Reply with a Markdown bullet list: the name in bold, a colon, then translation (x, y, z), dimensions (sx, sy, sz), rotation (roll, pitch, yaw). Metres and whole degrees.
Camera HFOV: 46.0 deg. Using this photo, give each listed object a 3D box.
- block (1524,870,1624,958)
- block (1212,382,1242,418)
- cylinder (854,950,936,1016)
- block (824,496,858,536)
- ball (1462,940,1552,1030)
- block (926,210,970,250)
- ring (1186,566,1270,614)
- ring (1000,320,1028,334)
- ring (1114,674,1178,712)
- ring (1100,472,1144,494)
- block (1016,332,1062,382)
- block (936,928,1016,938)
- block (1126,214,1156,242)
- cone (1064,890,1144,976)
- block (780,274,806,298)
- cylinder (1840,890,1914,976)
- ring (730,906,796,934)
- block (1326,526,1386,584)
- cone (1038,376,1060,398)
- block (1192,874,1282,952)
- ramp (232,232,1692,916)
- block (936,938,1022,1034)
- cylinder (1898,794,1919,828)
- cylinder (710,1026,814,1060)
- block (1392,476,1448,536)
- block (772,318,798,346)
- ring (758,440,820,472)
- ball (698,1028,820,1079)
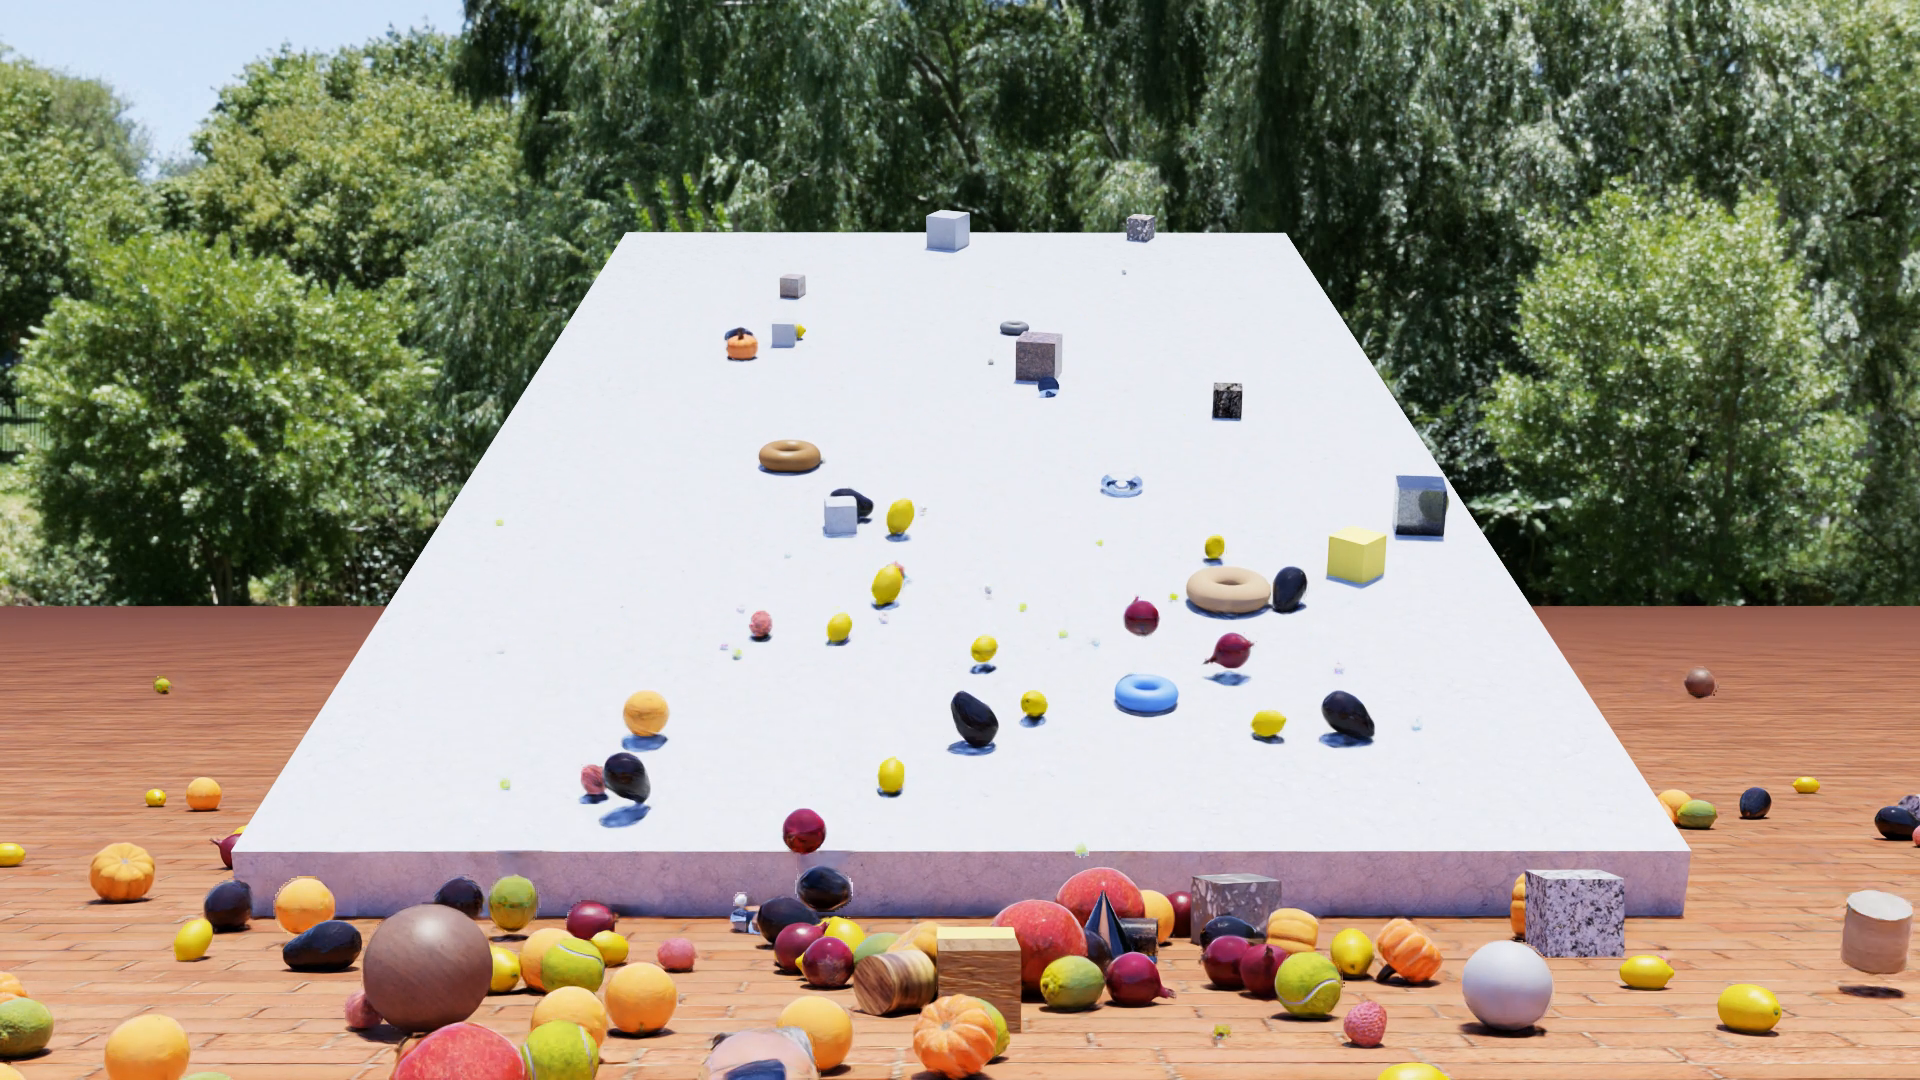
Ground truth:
- **block**: translation (0.764, 0.464, 2.816), dimensions (0.096, 0.096, 0.096), rotation (0, -2, -2)
- **block**: translation (0.597, -0.312, 5.055), dimensions (0.064, 0.064, 0.064), rotation (2, 20, 5)
- **cylinder**: translation (-0.069, 0.470, 2.407), dimensions (0.063, 0.063, 0.063), rotation (1, -2, -44)
- **block**: translation (-0.227, -0.047, 4.326), dimensions (0.058, 0.058, 0.058), rotation (-2, 20, -7)
- **ball**: translation (0.556, 0.453, 2.304), dimensions (0.090, 0.090, 0.090), rotation (0, -2, 0)
- **block**: translation (-0.035, -0.913, 6.672), dimensions (0.095, 0.095, 0.095), rotation (9, 22, 24)
- **ring**: translation (0.471, 0.087, 3.971), dimensions (0.149, 0.050, 0.149), rotation (1, 19, 0)
- **ring**: translation (0.138, -0.538, 5.739), dimensions (0.075, 0.025, 0.075), rotation (1, 19, 0)
- **ring**: translation (0.294, 0.241, 3.566), dimensions (0.102, 0.034, 0.102), rotation (1, 19, 0)
- **ring**: translation (0.326, -0.114, 4.557), dimensions (0.087, 0.029, 0.087), rotation (1, 19, 0)
- **block**: translation (0.187, -0.432, 5.343), dimensions (0.094, 0.094, 0.094), rotation (5, 20, 12)
- **block**: translation (0.017, 0.460, 2.410), dimensions (0.083, 0.083, 0.083), rotation (0, -2, 0)
- **block**: translation (0.542, -0.936, 6.782), dimensions (0.065, 0.065, 0.065), rotation (9, 22, 24)
- **cone**: translation (0.170, 0.461, 2.677), dimensions (0.095, 0.095, 0.095), rotation (0, -2, 0)
- **block**: translation (-0.450, -0.684, 6.097), dimensions (0.054, 0.054, 0.054), rotation (7, 21, 17)
- **cylinder**: translation (1.023, 0.438, 2.526), dimensions (0.069, 0.069, 0.069), rotation (0, 19, 0)
- **ring**: translation (-0.260, 0.502, 2.996), dimensions (0.088, 0.029, 0.088), rotation (1, -2, 0)
- **block**: translation (0.719, 0.026, 4.102), dimensions (0.075, 0.075, 0.075), rotation (17, 26, 39)
- **cone**: translation (0.201, -0.347, 5.213), dimensions (0.050, 0.050, 0.050), rotation (0, -7, -5)
- **block**: translation (0.350, 0.471, 2.867), dimensions (0.084, 0.084, 0.084), rotation (1, -2, -20)
- **ramp**: translation (-0.005, -0.205, 4.999), dimensions (2.000, 0.100, 4.000), rotation (0, 20, 0)
- **block**: translation (0.019, 0.457, 2.324), dimensions (0.084, 0.084, 0.084), rotation (0, -2, -2)
- **cylinder**: translation (1.855, 0.522, 4.376), dimensions (0.062, 0.062, 0.062), rotation (-1, -2, 45)
- **cylinder**: translation (-0.170, 0.454, 1.938), dimensions (0.069, 0.069, 0.069), rotation (1, -2, -27)
- **block**: translation (0.880, -0.066, 4.336), dimensions (0.090, 0.090, 0.090), rotation (2, 20, 6)
- **block**: translation (-0.436, -0.516, 5.627), dimensions (0.057, 0.057, 0.057), rotation (1, 20, 3)
- **ring**: translation (-0.354, -0.175, 4.703), dimensions (0.130, 0.043, 0.130), rotation (1, 19, 0)
- **ball**: translation (-0.159, 0.436, 1.787), dimensions (0.098, 0.098, 0.098), rotation (0, -2, 0)
